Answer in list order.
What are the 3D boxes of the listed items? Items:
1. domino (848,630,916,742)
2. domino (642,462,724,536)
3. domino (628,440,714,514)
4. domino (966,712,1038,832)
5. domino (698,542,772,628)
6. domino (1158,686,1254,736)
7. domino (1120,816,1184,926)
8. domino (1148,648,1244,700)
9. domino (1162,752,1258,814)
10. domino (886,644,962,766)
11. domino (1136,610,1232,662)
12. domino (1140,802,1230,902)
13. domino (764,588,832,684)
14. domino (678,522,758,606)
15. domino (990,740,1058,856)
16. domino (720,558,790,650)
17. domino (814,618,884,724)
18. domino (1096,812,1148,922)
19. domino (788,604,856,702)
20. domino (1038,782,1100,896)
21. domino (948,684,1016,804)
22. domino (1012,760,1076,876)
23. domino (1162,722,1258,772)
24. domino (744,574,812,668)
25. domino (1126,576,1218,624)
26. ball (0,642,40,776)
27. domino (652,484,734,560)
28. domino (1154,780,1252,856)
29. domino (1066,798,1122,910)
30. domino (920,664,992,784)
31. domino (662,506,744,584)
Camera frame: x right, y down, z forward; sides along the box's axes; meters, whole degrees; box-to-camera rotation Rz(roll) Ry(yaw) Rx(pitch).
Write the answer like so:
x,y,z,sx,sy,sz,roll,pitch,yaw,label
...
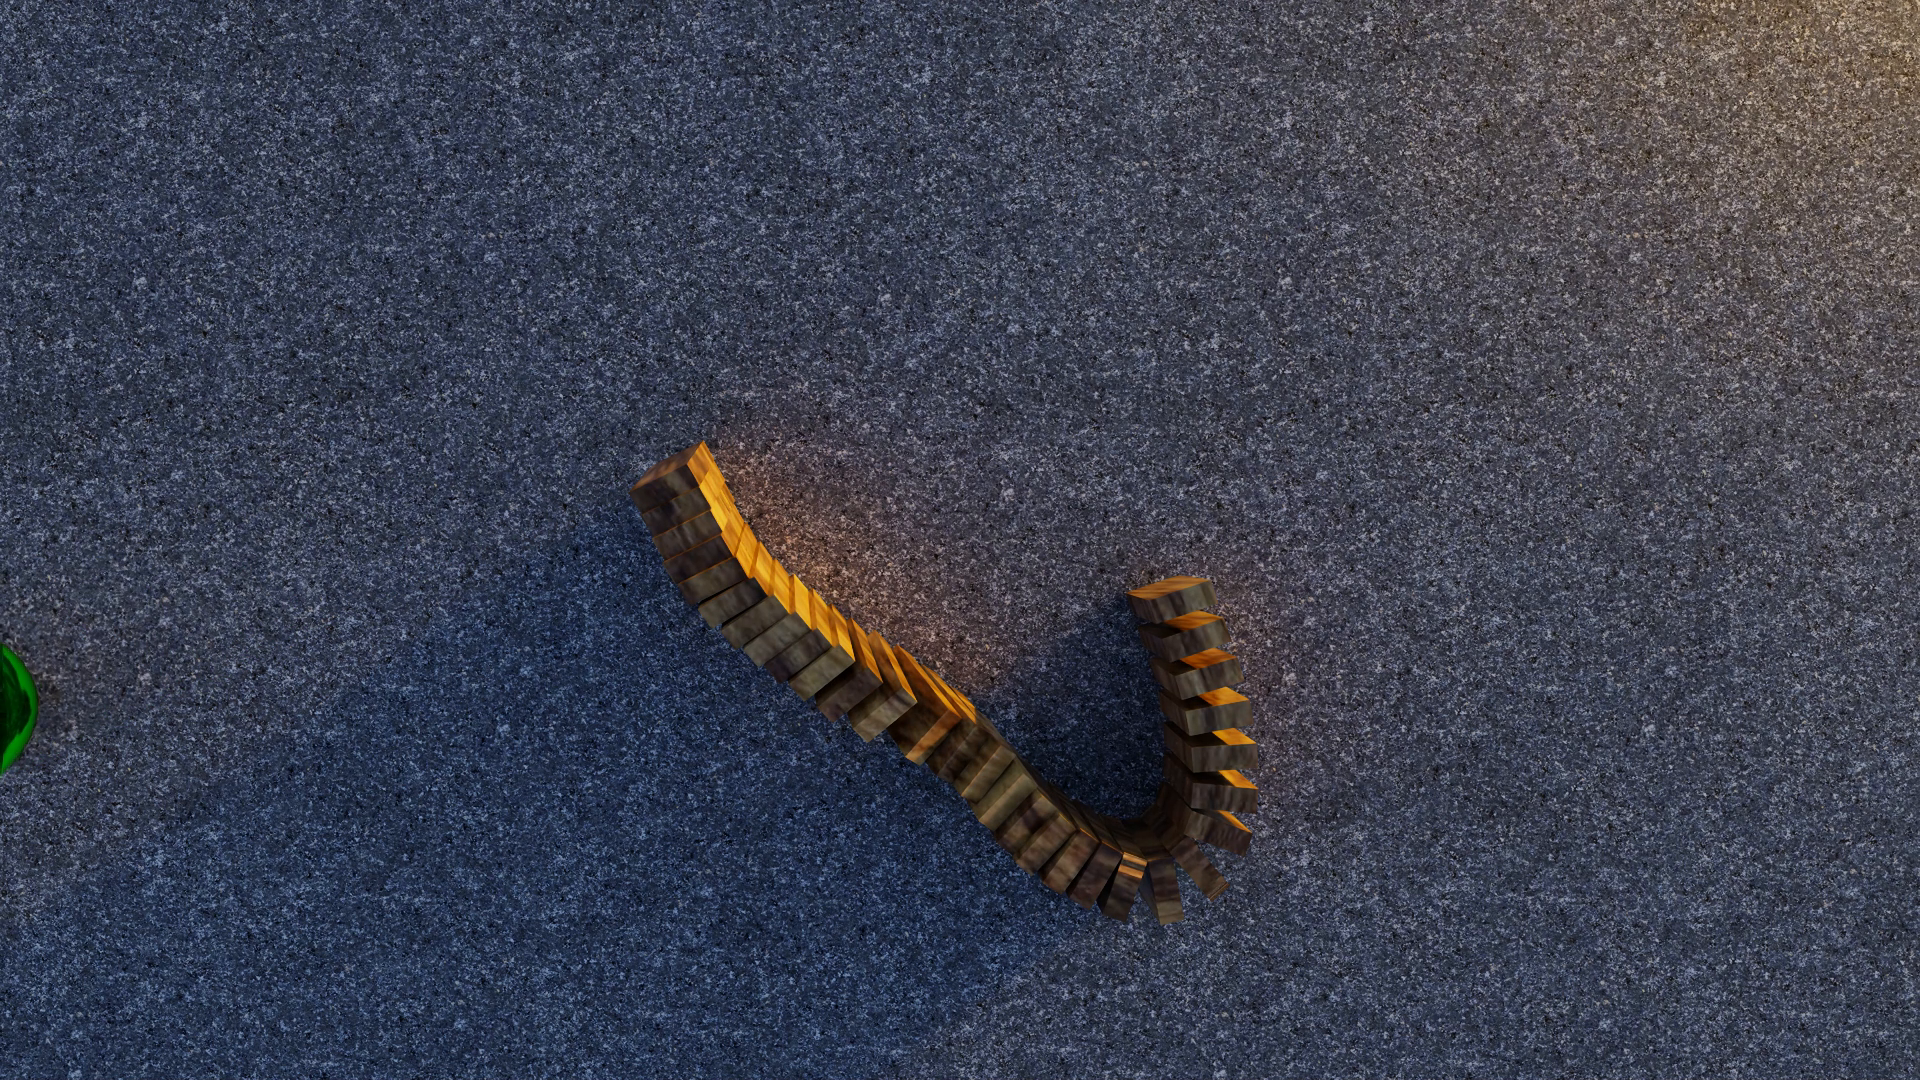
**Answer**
x,y,z,sx,sy,sz,roll,pitch,yaw,label
-0.036,0.059,0.376,0.025,0.050,0.010,-39,118,0,domino
-0.112,-0.018,0.375,0.025,0.050,0.009,-26,108,0,domino
-0.117,-0.027,0.375,0.025,0.050,0.010,-26,108,0,domino
0.010,0.093,0.376,0.025,0.050,0.009,-46,118,0,domino
-0.091,0.017,0.375,0.025,0.050,0.009,-30,108,0,domino
0.099,0.068,0.375,0.025,0.050,0.010,-10,90,0,domino
0.078,0.134,0.375,0.009,0.050,0.025,-11,90,-3,domino
0.095,0.053,0.375,0.025,0.050,0.010,-17,90,0,domino
0.101,0.099,0.375,0.025,0.050,0.010,5,90,0,domino
-0.021,0.067,0.377,0.025,0.050,0.010,-48,128,0,domino
0.091,0.038,0.375,0.025,0.050,0.010,-19,90,0,domino
0.091,0.126,0.375,0.010,0.050,0.025,-40,90,-2,domino
-0.066,0.038,0.375,0.025,0.050,0.010,-36,108,0,domino
-0.098,0.009,0.375,0.025,0.050,0.010,-26,108,0,domino
0.019,0.103,0.375,0.025,0.050,0.010,-46,112,0,domino
-0.083,0.025,0.375,0.025,0.050,0.010,-35,108,0,domino
-0.048,0.052,0.375,0.025,0.050,0.009,-39,113,0,domino
0.062,0.132,0.375,0.009,0.050,0.025,20,90,-3,domino
-0.058,0.045,0.375,0.025,0.050,0.010,-38,109,0,domino
0.039,0.120,0.375,0.009,0.050,0.025,36,90,-11,domino
0.001,0.083,0.376,0.009,0.050,0.025,39,90,-32,domino
0.028,0.112,0.375,0.025,0.050,0.010,-46,106,0,domino
0.101,0.083,0.375,0.025,0.050,0.010,-4,90,0,domino
-0.075,0.032,0.375,0.025,0.050,0.010,-36,108,0,domino
0.085,0.024,0.375,0.025,0.050,0.009,-18,90,0,domino
-0.419,0.070,0.360,0.080,0.080,0.080,0,90,0,ball
-0.108,-0.009,0.375,0.025,0.050,0.009,-26,108,0,domino
0.098,0.113,0.375,0.025,0.050,0.009,20,88,0,domino
0.050,0.127,0.375,0.010,0.050,0.025,31,90,-6,domino
-0.010,0.075,0.377,0.010,0.050,0.025,39,90,-36,domino
-0.104,0.001,0.375,0.025,0.050,0.009,-26,108,0,domino
